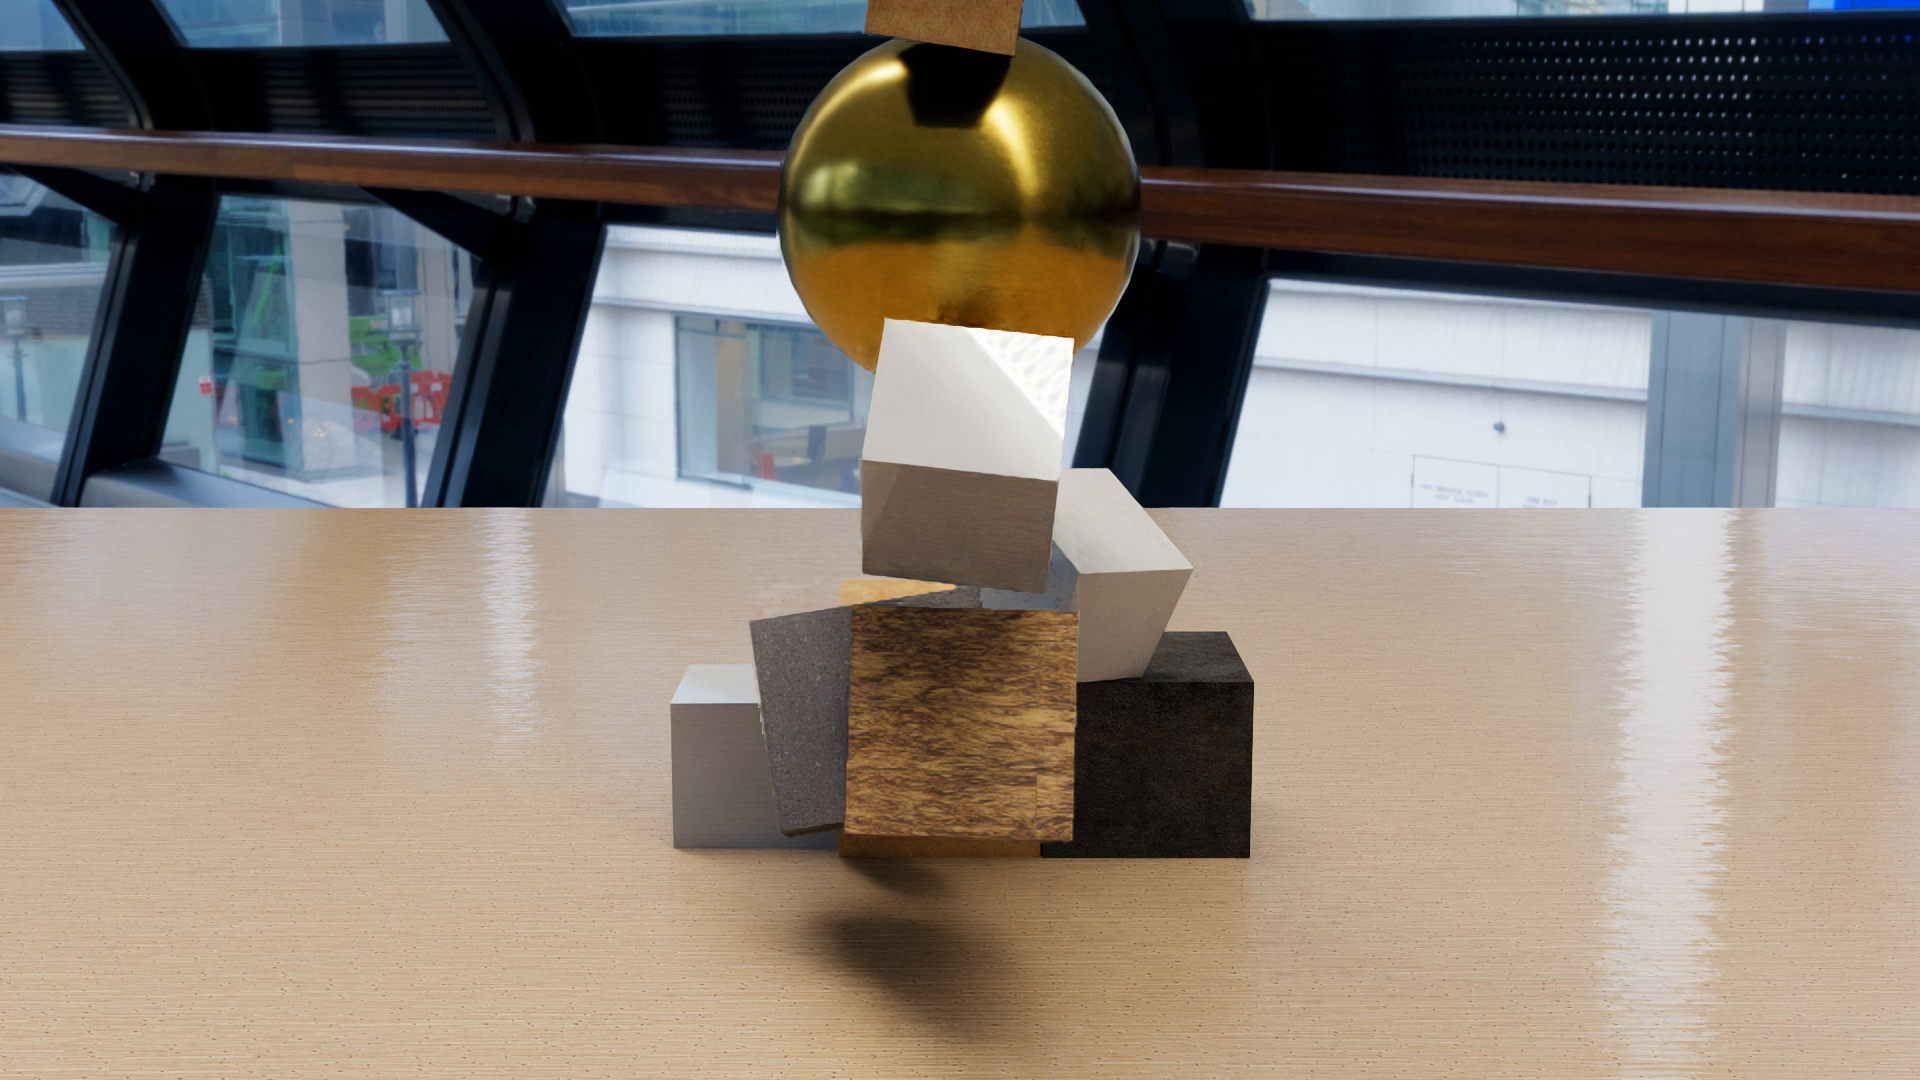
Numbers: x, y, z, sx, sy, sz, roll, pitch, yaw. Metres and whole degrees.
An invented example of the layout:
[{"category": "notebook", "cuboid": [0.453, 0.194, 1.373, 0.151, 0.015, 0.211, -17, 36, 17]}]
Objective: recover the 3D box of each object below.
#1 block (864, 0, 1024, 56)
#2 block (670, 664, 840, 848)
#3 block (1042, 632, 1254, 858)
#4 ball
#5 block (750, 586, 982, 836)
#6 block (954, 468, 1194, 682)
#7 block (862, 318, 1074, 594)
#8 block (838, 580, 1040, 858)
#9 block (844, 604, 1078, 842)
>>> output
[{"category": "block", "cuboid": [-0.011, -2.384, 8.803, 0.590, 0.720, 0.711, 9, 18, 0]}, {"category": "block", "cuboid": [-1.024, 1.106, 11.379, 0.831, 0.752, 0.813, 0, 10, 0]}, {"category": "block", "cuboid": [0.923, 1.034, 11.371, 1.026, 0.897, 1.133, 0, 10, 0]}, {"category": "ball", "cuboid": [0.000, -1.429, 9.618, 1.600, 1.600, 1.600, 0, 10, 0]}, {"category": "block", "cuboid": [-0.355, 0.782, 9.835, 1.001, 0.907, 0.895, -9, -8, -3]}, {"category": "block", "cuboid": [0.536, 0.168, 10.723, 0.682, 0.682, 0.811, -2, 39, -34]}, {"category": "block", "cuboid": [0.023, -0.304, 8.168, 0.695, 0.648, 0.729, 6, -34, 2]}, {"category": "block", "cuboid": [-0.104, 0.887, 11.078, 0.996, 0.967, 1.028, 0, 33, -1]}, {"category": "block", "cuboid": [-0.003, 0.755, 8.759, 0.851, 0.859, 1.017, 2, -8, -1]}]
